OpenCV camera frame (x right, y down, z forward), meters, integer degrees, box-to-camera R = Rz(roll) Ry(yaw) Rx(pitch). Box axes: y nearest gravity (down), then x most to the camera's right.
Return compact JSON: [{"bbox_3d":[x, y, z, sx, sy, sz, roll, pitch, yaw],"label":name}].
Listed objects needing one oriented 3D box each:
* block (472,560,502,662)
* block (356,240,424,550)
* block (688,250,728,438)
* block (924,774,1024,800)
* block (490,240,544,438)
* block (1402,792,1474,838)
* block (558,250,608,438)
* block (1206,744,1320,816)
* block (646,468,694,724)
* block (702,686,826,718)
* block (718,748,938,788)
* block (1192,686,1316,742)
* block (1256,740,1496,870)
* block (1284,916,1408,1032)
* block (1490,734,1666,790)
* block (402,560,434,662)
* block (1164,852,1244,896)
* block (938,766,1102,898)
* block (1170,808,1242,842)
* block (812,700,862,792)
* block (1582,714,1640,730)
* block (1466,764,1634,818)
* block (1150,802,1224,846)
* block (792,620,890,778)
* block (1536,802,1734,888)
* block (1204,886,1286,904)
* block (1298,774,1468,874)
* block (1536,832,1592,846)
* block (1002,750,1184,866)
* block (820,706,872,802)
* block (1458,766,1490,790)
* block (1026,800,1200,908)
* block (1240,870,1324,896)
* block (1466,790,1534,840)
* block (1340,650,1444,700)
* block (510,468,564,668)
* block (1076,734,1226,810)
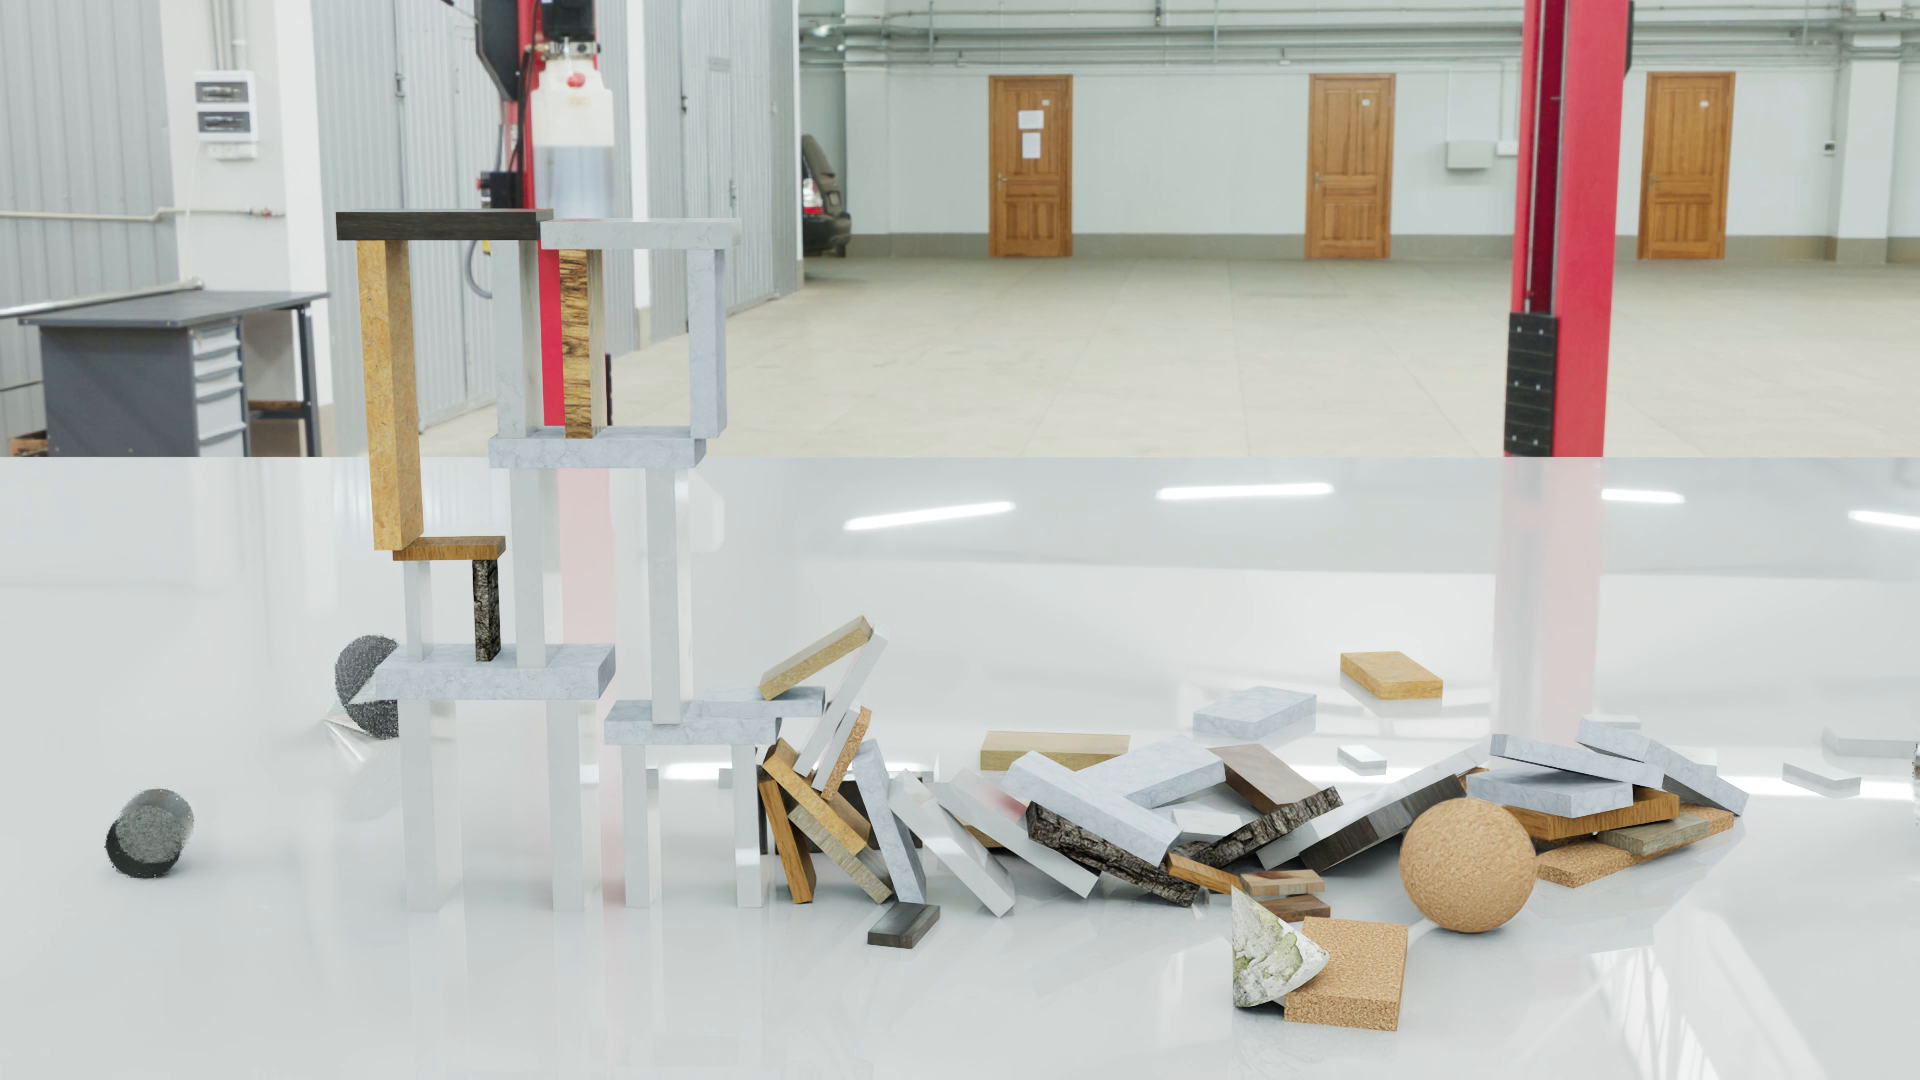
[{"bbox_3d":[-0.771,0.108,3.583,0.024,0.167,0.083,0,11,0],"label":"block"},{"bbox_3d":[-0.910,-0.237,3.520,0.044,0.487,0.154,-1,11,-1],"label":"block"},{"bbox_3d":[-0.401,-0.318,3.500,0.042,0.295,0.148,0,11,0],"label":"block"},{"bbox_3d":[-0.063,0.472,4.061,0.342,0.044,0.155,-4,-6,-21],"label":"block"},{"bbox_3d":[-0.704,-0.325,3.504,0.044,0.309,0.154,0,11,0],"label":"block"},{"bbox_3d":[0.861,0.497,3.947,0.136,0.019,0.068,-23,-13,-36],"label":"block"},{"bbox_3d":[-0.599,-0.318,3.500,0.042,0.295,0.148,0,11,0],"label":"block"},{"bbox_3d":[0.579,0.456,4.159,0.123,0.035,0.246,-2,21,-27],"label":"block"},{"bbox_3d":[-0.471,0.076,3.571,0.046,0.415,0.162,0,11,0],"label":"block"},{"bbox_3d":[-0.320,0.265,3.610,0.193,0.027,0.097,0,11,0],"label":"block"},{"bbox_3d":[-0.255,0.449,4.313,0.418,0.041,0.146,1,11,3],"label":"block"},{"bbox_3d":[0.637,0.371,4.735,0.144,0.041,0.288,8,13,35],"label":"block"},{"bbox_3d":[0.766,0.475,3.992,0.650,0.037,0.131,-12,-20,-49],"label":"block"},{"bbox_3d":[0.578,0.641,3.271,0.158,0.045,0.316,3,11,14],"label":"block"},{"bbox_3d":[1.091,0.392,3.901,0.275,0.039,0.138,12,-4,4],"label":"block"},{"bbox_3d":[-0.882,0.107,3.583,0.024,0.167,0.083,0,11,0],"label":"block"},{"bbox_3d":[0.401,0.551,3.615,0.125,0.018,0.063,20,10,-5],"label":"block"},{"bbox_3d":[0.106,0.487,3.685,0.290,0.041,0.145,32,9,6],"label":"block"},{"bbox_3d":[0.441,0.509,3.903,0.125,0.018,0.063,7,31,-12],"label":"block"},{"bbox_3d":[-0.203,0.335,3.612,0.021,0.146,0.073,25,9,-5],"label":"block"},{"bbox_3d":[1.393,0.389,4.707,0.113,0.016,0.057,1,11,5],"label":"block"},{"bbox_3d":[1.044,0.444,3.908,0.138,0.039,0.275,-7,5,-26],"label":"block"},{"bbox_3d":[0.361,0.520,3.950,0.246,0.035,0.123,-6,12,-31],"label":"block"},{"bbox_3d":[-0.194,0.259,3.606,0.027,0.265,0.097,30,9,-5],"label":"block"},{"bbox_3d":[1.190,0.535,3.889,0.505,0.027,0.095,-9,14,-40],"label":"block"},{"bbox_3d":[0.473,0.585,3.648,0.126,0.018,0.063,0,11,-1],"label":"block"},{"bbox_3d":[0.739,0.494,3.829,0.316,0.045,0.158,-12,-20,-49],"label":"block"},{"bbox_3d":[1.103,0.514,4.003,0.095,0.027,0.191,3,11,17],"label":"block"},{"bbox_3d":[0.224,0.448,3.690,0.292,0.041,0.146,27,10,13],"label":"block"},{"bbox_3d":[-0.186,0.350,3.603,0.021,0.146,0.073,25,16,-5],"label":"block"},{"bbox_3d":[0.942,0.463,4.150,0.113,0.016,0.057,-27,1,-9],"label":"block"},{"bbox_3d":[0.252,0.513,3.656,0.290,0.041,0.145,24,9,-5],"label":"block"},{"bbox_3d":[0.533,0.568,3.641,0.126,0.018,0.063,-2,11,-10],"label":"block"},{"bbox_3d":[0.999,0.498,4.065,0.131,0.037,0.262,3,11,18],"label":"block"},{"bbox_3d":[0.991,0.310,5.063,0.144,0.041,0.288,-2,11,-8],"label":"block"},{"bbox_3d":[-0.685,0.032,3.563,0.046,0.323,0.162,0,11,0],"label":"block"},{"bbox_3d":[0.319,0.452,4.088,0.310,0.044,0.155,-17,20,-20],"label":"block"}]
